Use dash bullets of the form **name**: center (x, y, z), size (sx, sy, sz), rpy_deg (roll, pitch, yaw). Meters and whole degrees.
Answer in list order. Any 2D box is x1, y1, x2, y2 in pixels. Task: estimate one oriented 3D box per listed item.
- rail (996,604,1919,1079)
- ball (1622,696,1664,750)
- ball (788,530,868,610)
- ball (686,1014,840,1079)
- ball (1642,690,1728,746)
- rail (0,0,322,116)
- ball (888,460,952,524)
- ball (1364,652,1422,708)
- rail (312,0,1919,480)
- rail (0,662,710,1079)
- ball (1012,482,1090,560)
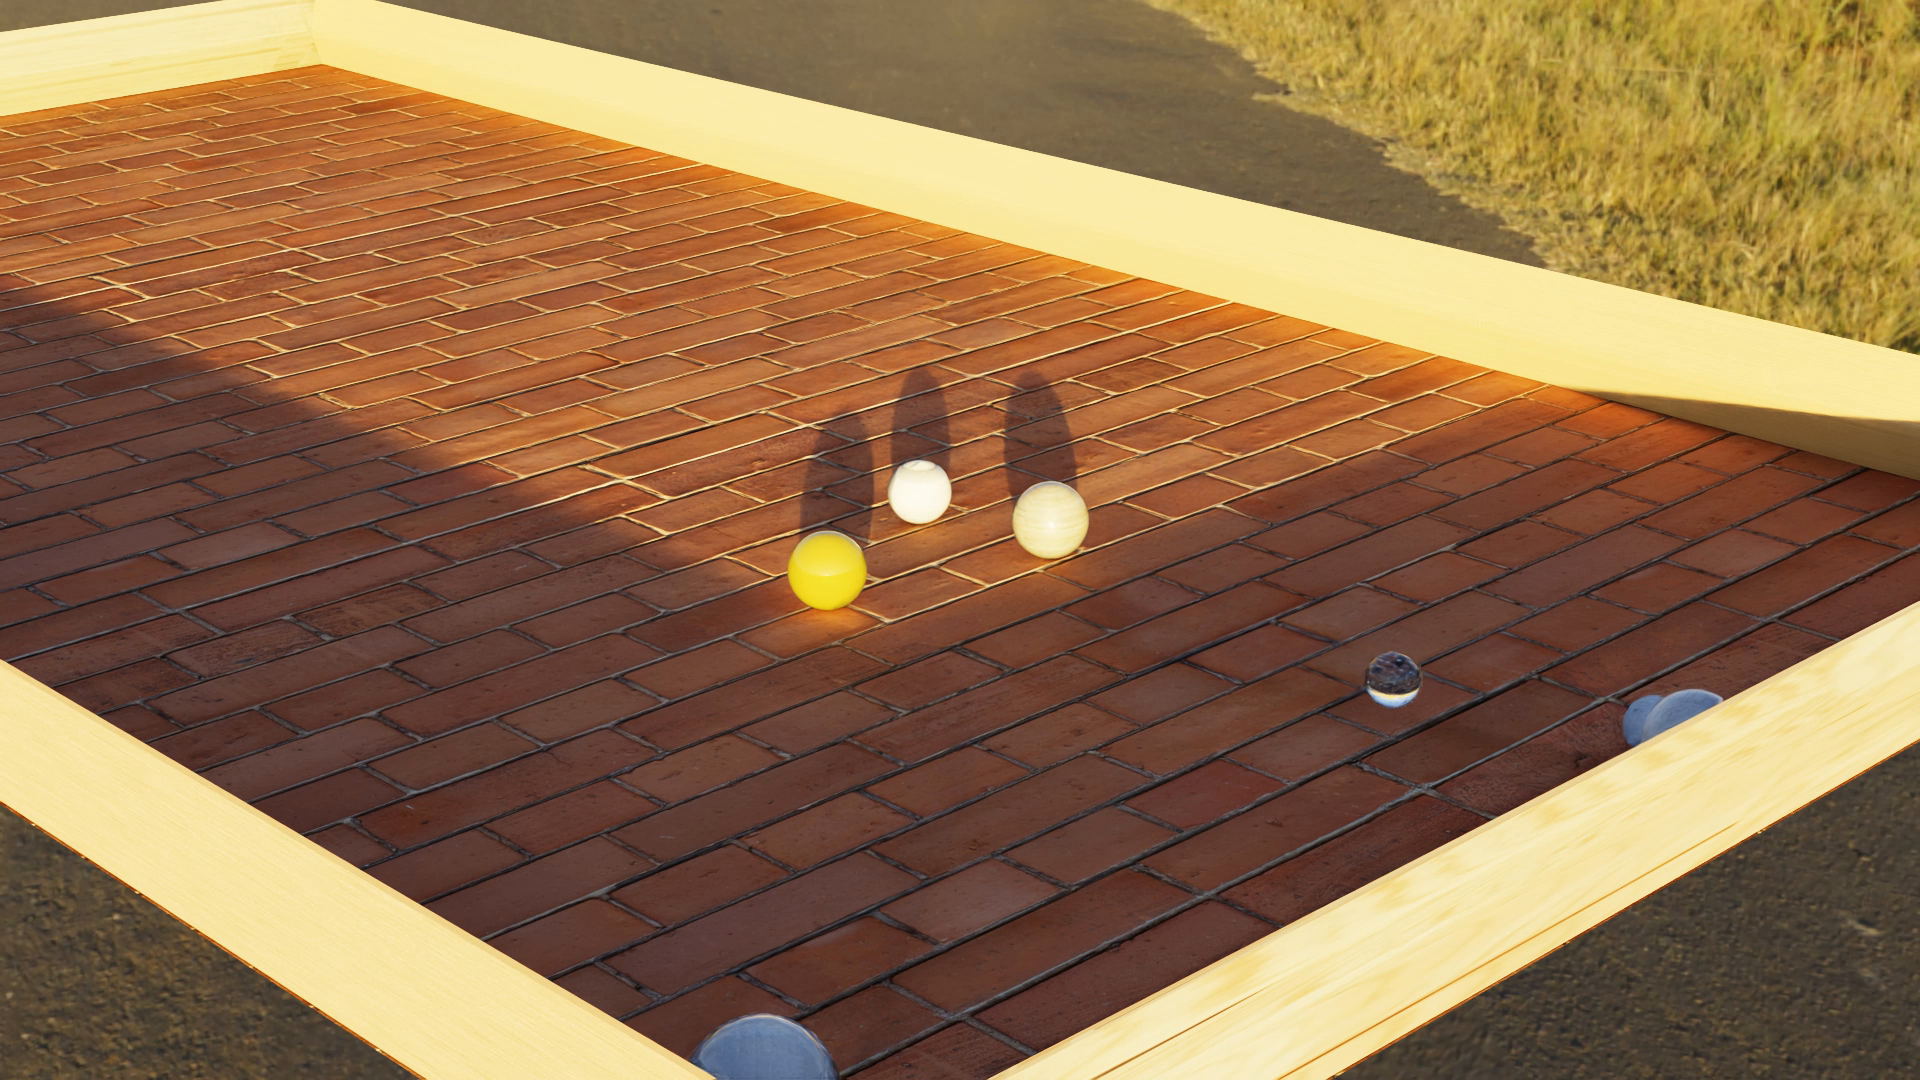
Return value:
- **rail**: center (0.545, 0.167, 2.164), size (1.737, 0.125, 0.045), rpy_deg (-19, 28, -41)
- **ball**: center (0.550, 0.147, 2.329), size (0.048, 0.048, 0.048), rpy_deg (0, 21, 0)
- **ball**: center (-0.118, 0.027, 2.617), size (0.071, 0.071, 0.071), rpy_deg (0, 21, 0)
- **ball**: center (-0.120, 0.333, 1.768), size (0.096, 0.096, 0.096), rpy_deg (0, 21, 0)
- **ball**: center (0.566, 0.155, 2.265), size (0.079, 0.079, 0.079), rpy_deg (0, 21, 0)
- **rail**: center (-1.667, -0.634, 4.294), size (1.737, 0.125, 0.045), rpy_deg (-19, 28, -41)
- **ball**: center (-0.039, -0.046, 2.825), size (0.062, 0.062, 0.062), rpy_deg (0, 21, 0)
- **ball**: center (0.356, 0.115, 2.419), size (0.046, 0.046, 0.046), rpy_deg (0, 21, 0)
- **rail**: center (0.045, -0.441, 3.780), size (0.045, 0.125, 3.221), rpy_deg (-19, 28, -41)
- **rail**: center (-1.167, -0.026, 2.678), size (0.045, 0.125, 3.221), rpy_deg (-19, 28, -41)
- **ball**: center (0.084, -0.019, 2.736), size (0.072, 0.072, 0.072), rpy_deg (0, 21, 0)
